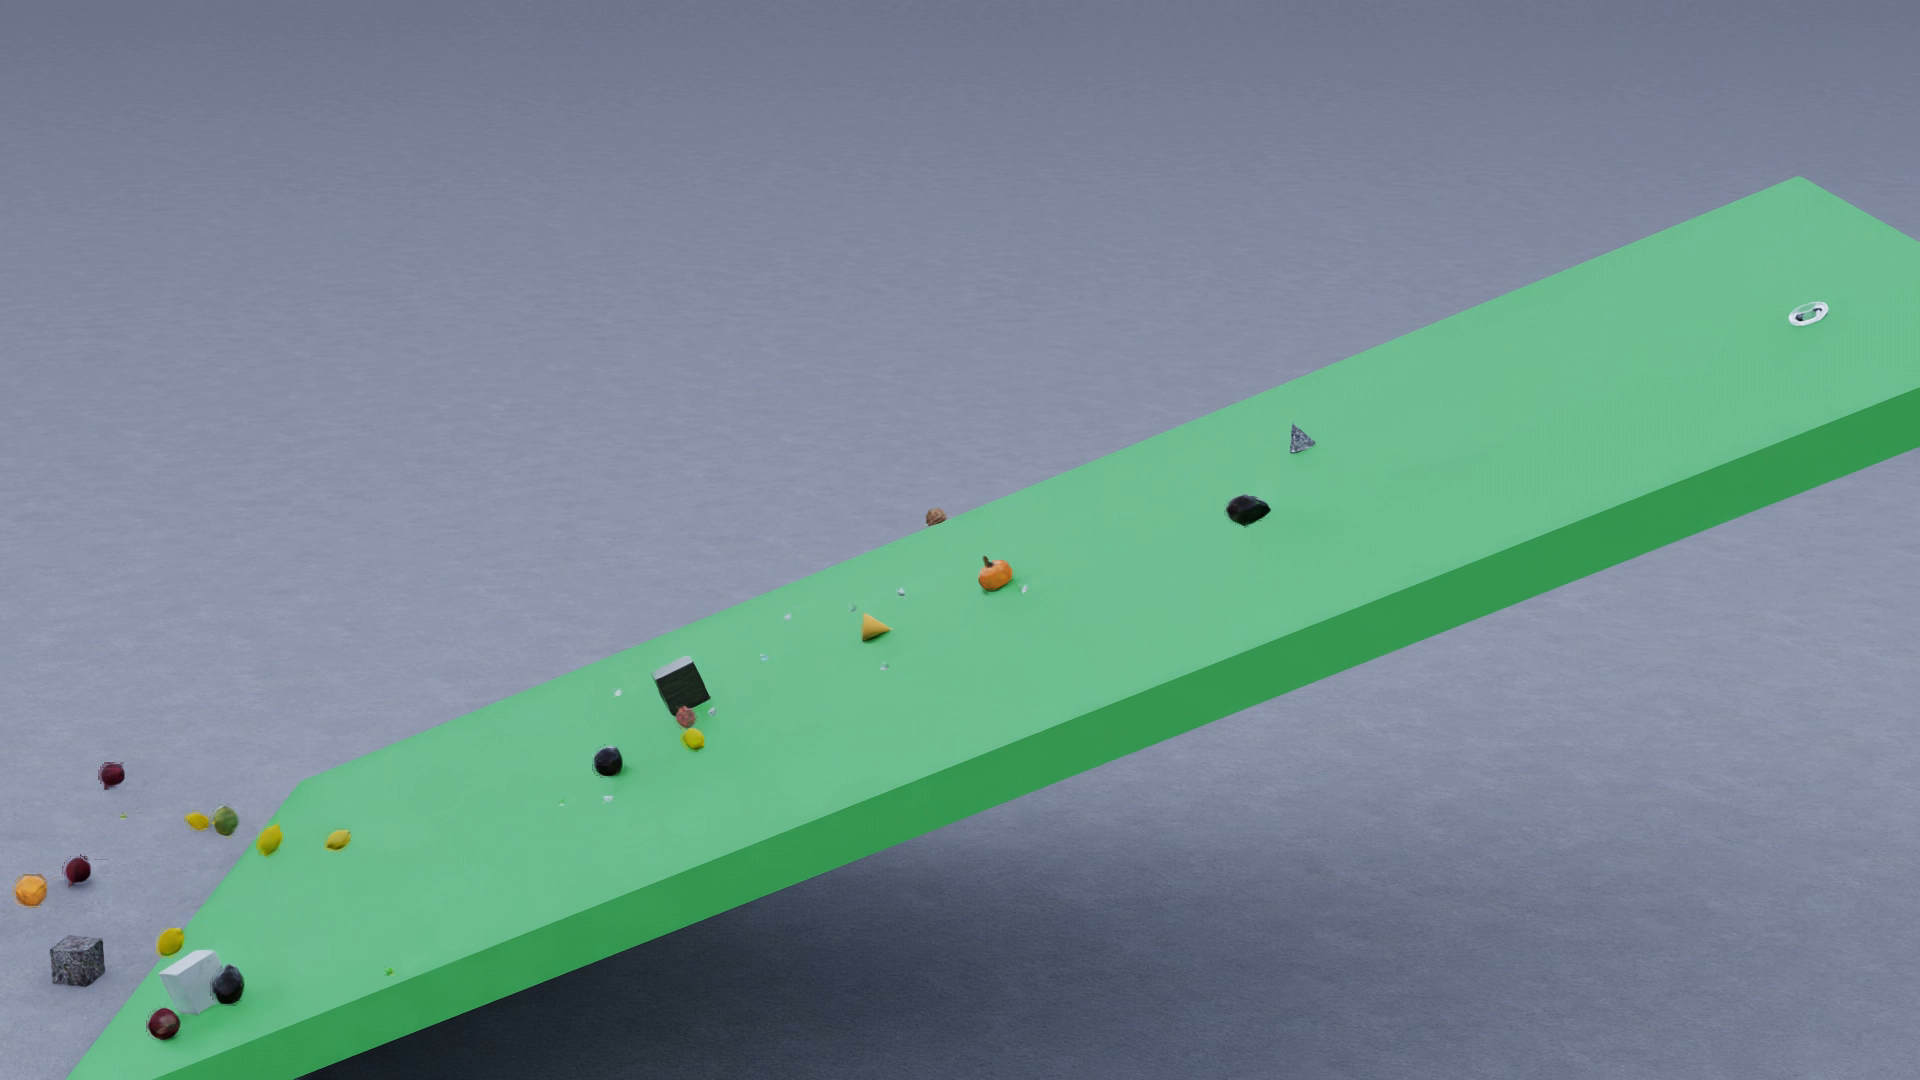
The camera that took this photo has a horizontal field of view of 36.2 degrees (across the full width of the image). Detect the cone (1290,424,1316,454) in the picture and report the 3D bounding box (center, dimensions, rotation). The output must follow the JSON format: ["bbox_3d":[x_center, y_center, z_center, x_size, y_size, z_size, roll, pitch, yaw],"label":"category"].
[{"bbox_3d":[0.742,-0.231,6.466,0.061,0.061,0.061,-23,12,5],"label":"cone"}]

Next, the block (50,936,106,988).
[{"bbox_3d":[-1.951,0.931,6.505,0.082,0.082,0.082,3,15,11],"label":"block"}]

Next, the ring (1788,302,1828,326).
[{"bbox_3d":[1.660,-0.442,5.752,0.078,0.026,0.078,-22,14,6],"label":"ring"}]

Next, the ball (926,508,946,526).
[{"bbox_3d":[-0.084,-0.076,10.417,0.074,0.074,0.074,0,15,0],"label":"ball"}]

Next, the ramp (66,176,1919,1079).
[{"bbox_3d":[0.128,0.171,6.287,4.000,0.100,2.000,-22,12,8],"label":"ramp"}]

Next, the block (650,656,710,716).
[{"bbox_3d":[-0.625,0.326,6.572,0.093,0.093,0.093,-26,13,-10],"label":"block"}]

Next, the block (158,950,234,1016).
[{"bbox_3d":[-1.529,0.886,5.892,0.092,0.092,0.092,-33,15,-36],"label":"block"}]

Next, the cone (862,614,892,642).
[{"bbox_3d":[-0.180,0.194,6.459,0.063,0.063,0.063,4,15,0],"label":"cone"}]
